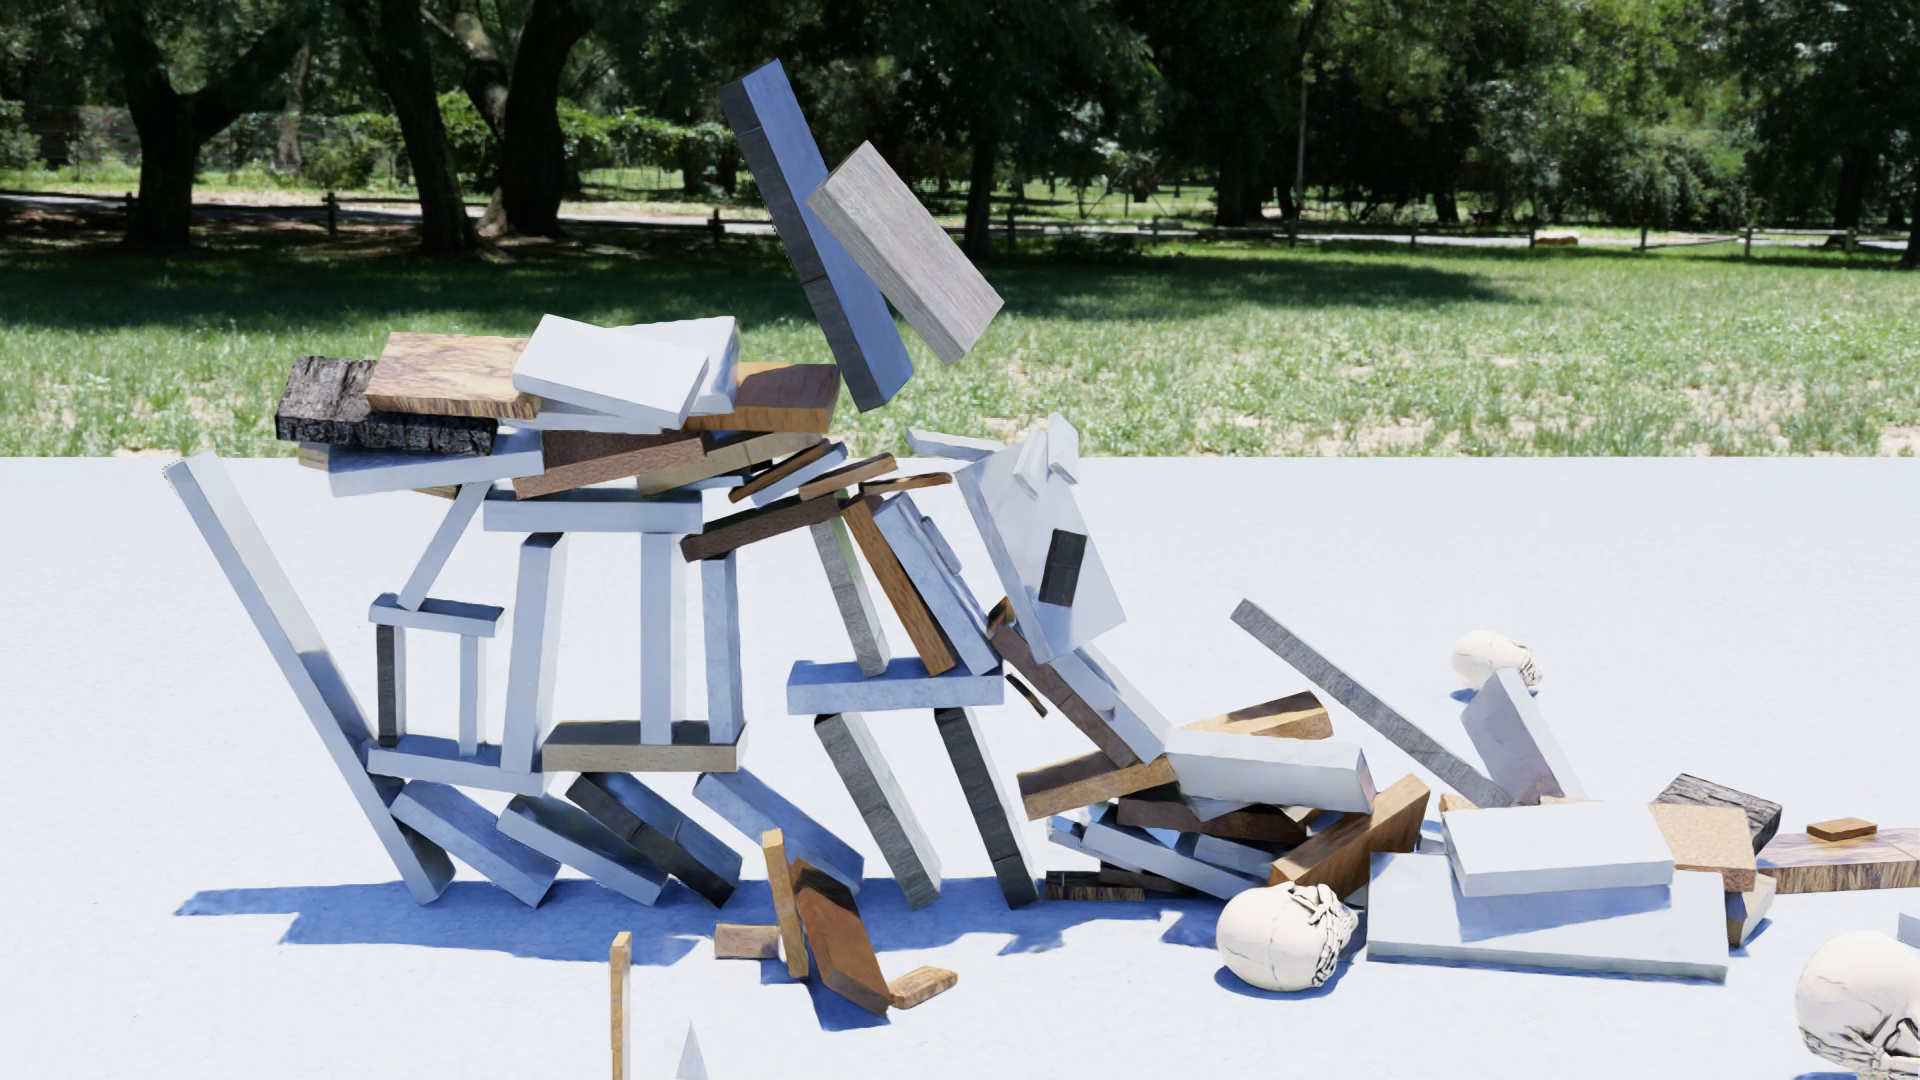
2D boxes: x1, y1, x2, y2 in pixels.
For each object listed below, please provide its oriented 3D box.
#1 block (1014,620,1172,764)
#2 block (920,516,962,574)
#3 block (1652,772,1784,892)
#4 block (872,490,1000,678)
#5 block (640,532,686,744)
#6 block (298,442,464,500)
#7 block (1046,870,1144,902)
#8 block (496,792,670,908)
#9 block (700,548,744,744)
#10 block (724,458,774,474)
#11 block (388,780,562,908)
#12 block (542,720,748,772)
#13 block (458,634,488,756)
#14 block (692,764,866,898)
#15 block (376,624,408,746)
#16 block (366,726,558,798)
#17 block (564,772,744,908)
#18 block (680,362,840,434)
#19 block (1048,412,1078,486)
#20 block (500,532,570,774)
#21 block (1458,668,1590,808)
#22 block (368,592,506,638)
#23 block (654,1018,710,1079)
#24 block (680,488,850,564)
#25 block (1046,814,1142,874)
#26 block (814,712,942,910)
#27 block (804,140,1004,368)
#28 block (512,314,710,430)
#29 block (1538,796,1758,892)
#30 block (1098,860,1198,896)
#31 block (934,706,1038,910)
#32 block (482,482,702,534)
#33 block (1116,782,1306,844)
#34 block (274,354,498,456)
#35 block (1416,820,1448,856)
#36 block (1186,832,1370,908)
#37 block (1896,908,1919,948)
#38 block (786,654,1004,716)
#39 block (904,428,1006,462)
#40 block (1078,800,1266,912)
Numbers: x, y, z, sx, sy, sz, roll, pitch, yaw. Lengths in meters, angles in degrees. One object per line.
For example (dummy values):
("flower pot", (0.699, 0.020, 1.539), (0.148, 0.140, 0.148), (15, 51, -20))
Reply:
("block", (0.219, 0.224, 3.588), (0.310, 0.044, 0.155), (46, 12, 0))
("block", (-0.030, 0.007, 3.567), (0.014, 0.099, 0.050), (-33, 9, 6))
("block", (1.193, 0.491, 3.586), (0.174, 0.049, 0.347), (18, 27, 34))
("block", (-0.033, 0.068, 3.551), (0.043, 0.304, 0.152), (-32, 7, 10))
("block", (-0.485, 0.146, 3.604), (0.049, 0.344, 0.172), (2, 10, 1))
("block", (-0.919, -0.143, 3.546), (0.256, 0.036, 0.128), (13, 37, -1))
("block", (0.224, 0.577, 3.674), (0.163, 0.023, 0.081), (0, 11, 2))
("block", (-0.619, 0.506, 3.662), (0.286, 0.041, 0.143), (27, 11, -2))
("block", (-0.388, 0.169, 3.593), (0.037, 0.303, 0.132), (-1, 11, 2))
("block", (-0.373, -0.123, 3.578), (0.124, 0.018, 0.062), (2, 15, 31))
("block", (-0.800, 0.493, 3.651), (0.286, 0.041, 0.143), (35, 9, -5))
("block", (-0.517, 0.339, 3.633), (0.315, 0.045, 0.158), (0, 11, 1))
("block", (-0.801, 0.244, 3.618), (0.029, 0.202, 0.101), (2, 11, -4))
("block", (-0.298, 0.476, 3.651), (0.315, 0.045, 0.158), (38, 8, -6))
("block", (-0.932, 0.227, 3.607), (0.029, 0.203, 0.101), (1, 11, -4))
("block", (-0.817, 0.364, 3.636), (0.286, 0.041, 0.143), (8, 11, -1))
("block", (-0.504, 0.476, 3.649), (0.315, 0.045, 0.158), (38, 8, -7))
("block", (-0.352, -0.231, 3.517), (0.303, 0.043, 0.152), (2, 32, 5))
("block", (0.159, -0.141, 3.402), (0.016, 0.057, 0.113), (-28, 38, 28))
("block", (-0.693, 0.175, 3.588), (0.049, 0.377, 0.172), (7, 12, -1))
("block", (0.995, 0.392, 3.872), (0.043, 0.150, 0.301), (-7, 55, -24))
("block", (-0.852, 0.122, 3.590), (0.203, 0.029, 0.101), (8, 11, -4))
("block", (-0.353, 0.699, 2.795), (0.029, 0.102, 0.203), (-14, 10, 2))
("block", (-0.314, -0.031, 3.564), (0.264, 0.037, 0.132), (-17, 10, 7))
("block", (0.223, 0.503, 3.649), (0.163, 0.023, 0.081), (21, 10, -6))
("block", (-0.134, 0.426, 3.642), (0.049, 0.349, 0.175), (-27, 9, 5))
("block", (-0.081, -0.439, 3.367), (0.047, 0.331, 0.166), (-31, 17, 38))
("block", (-0.526, -0.255, 3.324), (0.264, 0.037, 0.132), (14, 51, 7))
("block", (1.080, 0.479, 3.473), (0.317, 0.045, 0.158), (2, 29, 11))
("block", (0.314, 0.557, 3.665), (0.163, 0.023, 0.081), (9, 11, 1))
("block", (0.043, 0.420, 3.645), (0.049, 0.349, 0.175), (-21, 10, 3))
("block", (-0.592, -0.053, 3.569), (0.344, 0.049, 0.172), (1, 11, -7))
("block", (0.413, 0.443, 3.645), (0.307, 0.043, 0.153), (6, 11, 2))
("block", (-0.885, -0.211, 3.435), (0.324, 0.046, 0.162), (4, 39, -5))
("block", (0.842, 0.499, 3.555), (0.206, 0.029, 0.103), (11, 12, 5))
("block", (0.533, 0.526, 3.661), (0.307, 0.043, 0.153), (16, 10, -3))
("block", (1.657, 0.606, 3.457), (0.330, 0.047, 0.165), (-6, 12, -27))
("block", (-0.102, 0.233, 3.606), (0.349, 0.049, 0.175), (-3, 11, 1))
("block", (-0.002, -0.150, 3.568), (0.162, 0.023, 0.081), (8, 14, -15))
("block", (0.348, 0.516, 3.651), (0.307, 0.043, 0.153), (21, 10, -3))
